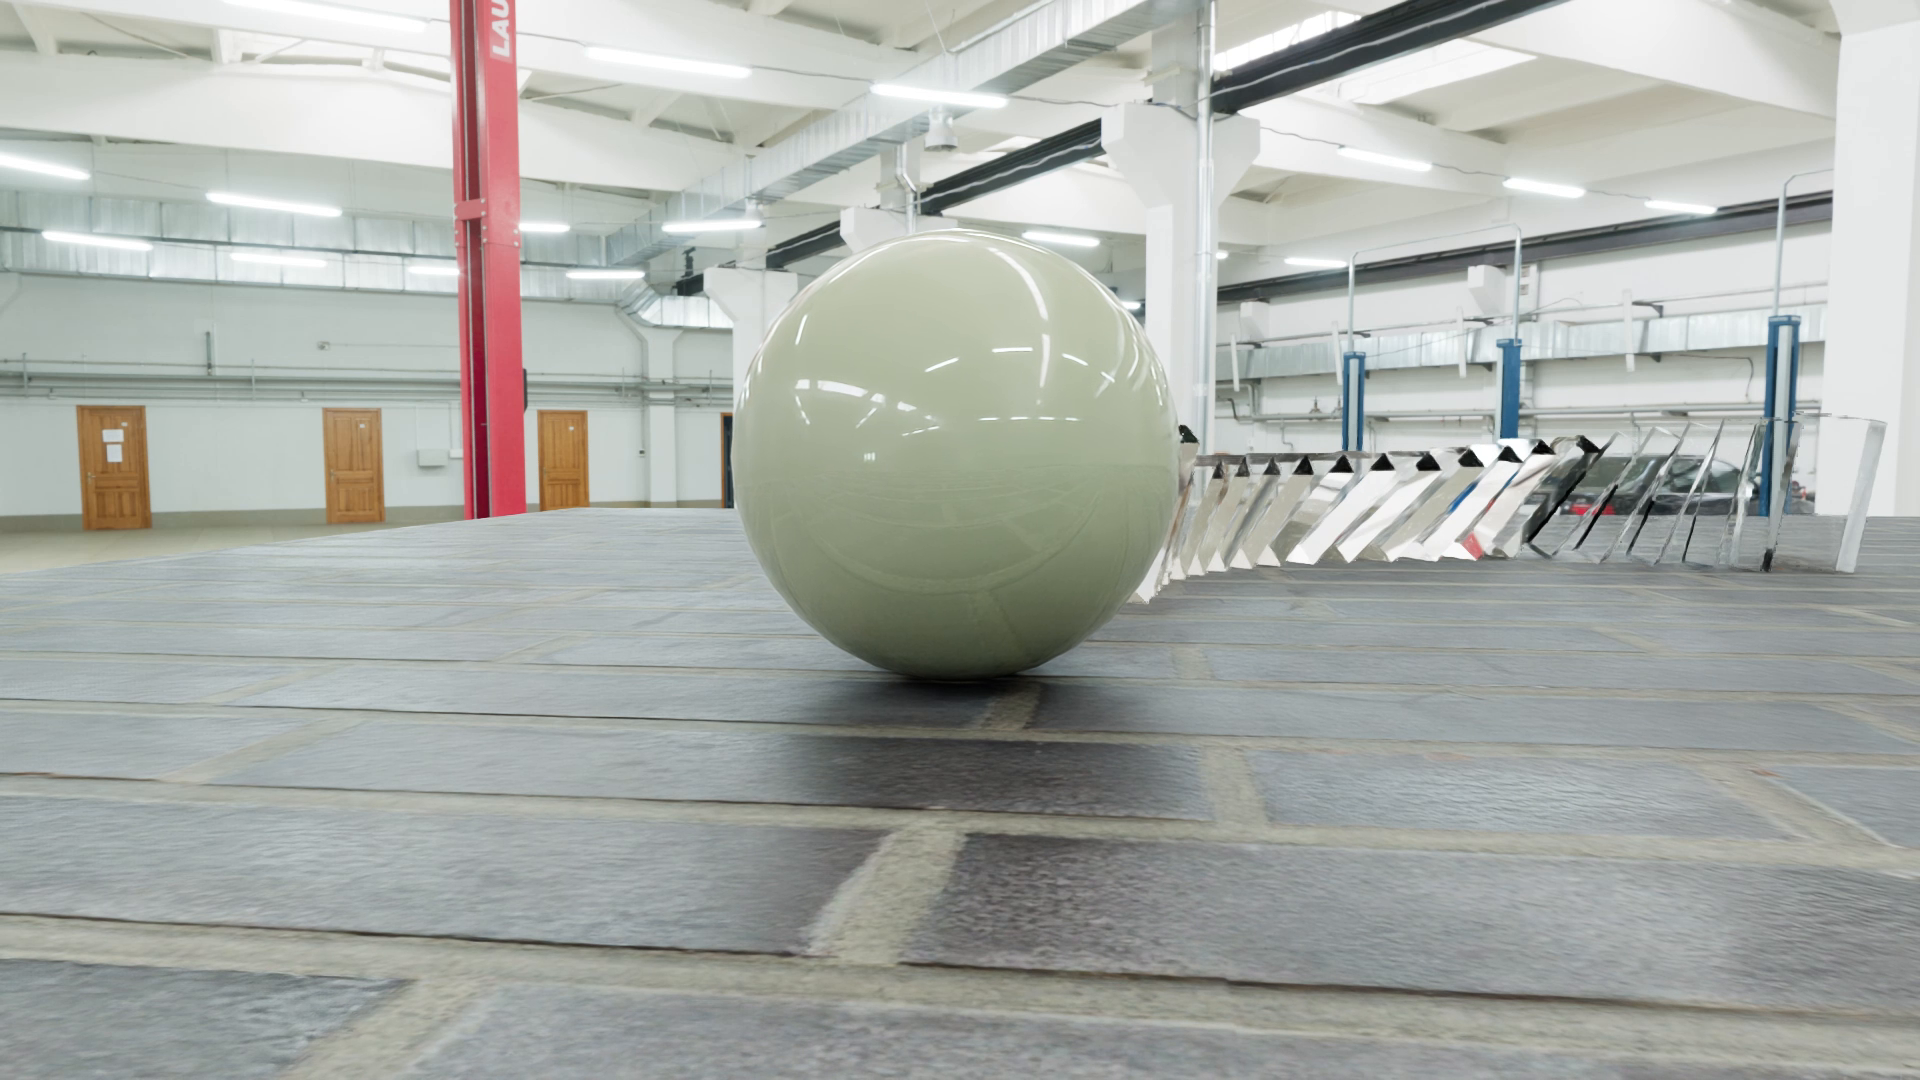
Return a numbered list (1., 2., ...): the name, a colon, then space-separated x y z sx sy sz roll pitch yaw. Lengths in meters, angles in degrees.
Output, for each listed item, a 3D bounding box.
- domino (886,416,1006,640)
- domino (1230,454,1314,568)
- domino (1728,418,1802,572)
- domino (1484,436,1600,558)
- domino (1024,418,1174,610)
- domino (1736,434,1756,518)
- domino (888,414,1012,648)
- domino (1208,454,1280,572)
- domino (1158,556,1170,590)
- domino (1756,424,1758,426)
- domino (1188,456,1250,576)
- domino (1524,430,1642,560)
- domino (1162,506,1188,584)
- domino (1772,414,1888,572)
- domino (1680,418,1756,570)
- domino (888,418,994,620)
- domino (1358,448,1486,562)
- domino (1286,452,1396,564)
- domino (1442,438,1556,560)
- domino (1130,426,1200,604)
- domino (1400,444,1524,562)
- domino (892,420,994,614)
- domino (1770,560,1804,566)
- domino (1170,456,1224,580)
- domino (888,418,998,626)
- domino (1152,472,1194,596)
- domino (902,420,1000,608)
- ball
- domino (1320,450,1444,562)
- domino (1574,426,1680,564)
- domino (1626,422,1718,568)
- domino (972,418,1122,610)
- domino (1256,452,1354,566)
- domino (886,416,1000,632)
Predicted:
1. domino: -0.003 -0.003 0.284 0.025 0.050 0.010 0 -23 0
2. domino: 0.103 -0.011 0.457 0.025 0.010 0.050 5 45 47
3. domino: 0.271 -0.015 0.433 0.010 0.050 0.025 11 9 24
4. domino: 0.214 -0.016 0.478 0.010 0.050 0.025 39 5 2
5. domino: 0.037 -0.007 0.340 0.010 0.050 0.025 29 -13 -33
6. domino: 0.305 -0.018 0.477 0.025 0.050 0.010 1 5 18
7. domino: -0.002 -0.002 0.274 0.025 0.050 0.009 0 -23 0
8. domino: 0.090 -0.010 0.446 0.025 0.009 0.050 4 44 40
9. domino: 0.053 -0.006 0.392 0.025 0.010 0.050 2 42 20
10. domino: 0.301 -0.017 0.461 0.025 0.050 0.009 1 4 15
11. domino: 0.078 -0.009 0.434 0.025 0.009 0.050 3 43 34
12. domino: 0.228 -0.016 0.467 0.009 0.050 0.025 41 22 24
13. domino: 0.057 -0.007 0.407 0.025 0.009 0.050 1 42 21
14. domino: 0.289 -0.016 0.430 0.009 0.050 0.025 6 7 -24
15. domino: 0.261 -0.016 0.441 0.009 0.050 0.025 17 13 31
16. domino: -0.004 -0.006 0.316 0.025 0.050 0.010 0 -23 0
17. domino: 0.168 -0.014 0.475 0.050 0.010 0.025 -44 12 -6
18. domino: 0.134 -0.013 0.471 0.050 0.009 0.025 -44 21 -16
19. domino: 0.198 -0.016 0.481 0.009 0.050 0.025 41 -5 -12
20. domino: 0.046 -0.008 0.354 0.025 0.050 0.009 4 -26 39
21. domino: 0.183 -0.014 0.478 0.009 0.050 0.025 44 -6 -12
22. domino: -0.004 -0.006 0.327 0.025 0.050 0.009 0 -23 0
23. domino: 0.296 -0.016 0.446 0.025 0.050 0.009 2 3 25
24. domino: 0.068 -0.008 0.421 0.025 0.010 0.050 2 43 29
25. domino: -0.004 -0.005 0.306 0.025 0.050 0.009 0 -23 0
26. domino: 0.050 -0.005 0.376 0.025 0.010 0.050 5 43 23
27. domino: -0.002 -0.007 0.338 0.025 0.050 0.009 0 -24 0
28. ball: -0.001 -0.015 0.230 0.080 0.080 0.080 0 4 0
29. domino: 0.151 -0.013 0.473 0.050 0.010 0.025 -42 13 -8
30. domino: 0.239 -0.016 0.458 0.009 0.050 0.025 35 22 27
31. domino: 0.250 -0.016 0.449 0.009 0.050 0.025 27 18 29
32. domino: 0.023 -0.008 0.341 0.009 0.050 0.025 29 -13 -33
33. domino: 0.118 -0.012 0.465 0.050 0.010 0.025 -47 27 -23
34. domino: -0.004 -0.004 0.295 0.025 0.050 0.009 0 -23 0
